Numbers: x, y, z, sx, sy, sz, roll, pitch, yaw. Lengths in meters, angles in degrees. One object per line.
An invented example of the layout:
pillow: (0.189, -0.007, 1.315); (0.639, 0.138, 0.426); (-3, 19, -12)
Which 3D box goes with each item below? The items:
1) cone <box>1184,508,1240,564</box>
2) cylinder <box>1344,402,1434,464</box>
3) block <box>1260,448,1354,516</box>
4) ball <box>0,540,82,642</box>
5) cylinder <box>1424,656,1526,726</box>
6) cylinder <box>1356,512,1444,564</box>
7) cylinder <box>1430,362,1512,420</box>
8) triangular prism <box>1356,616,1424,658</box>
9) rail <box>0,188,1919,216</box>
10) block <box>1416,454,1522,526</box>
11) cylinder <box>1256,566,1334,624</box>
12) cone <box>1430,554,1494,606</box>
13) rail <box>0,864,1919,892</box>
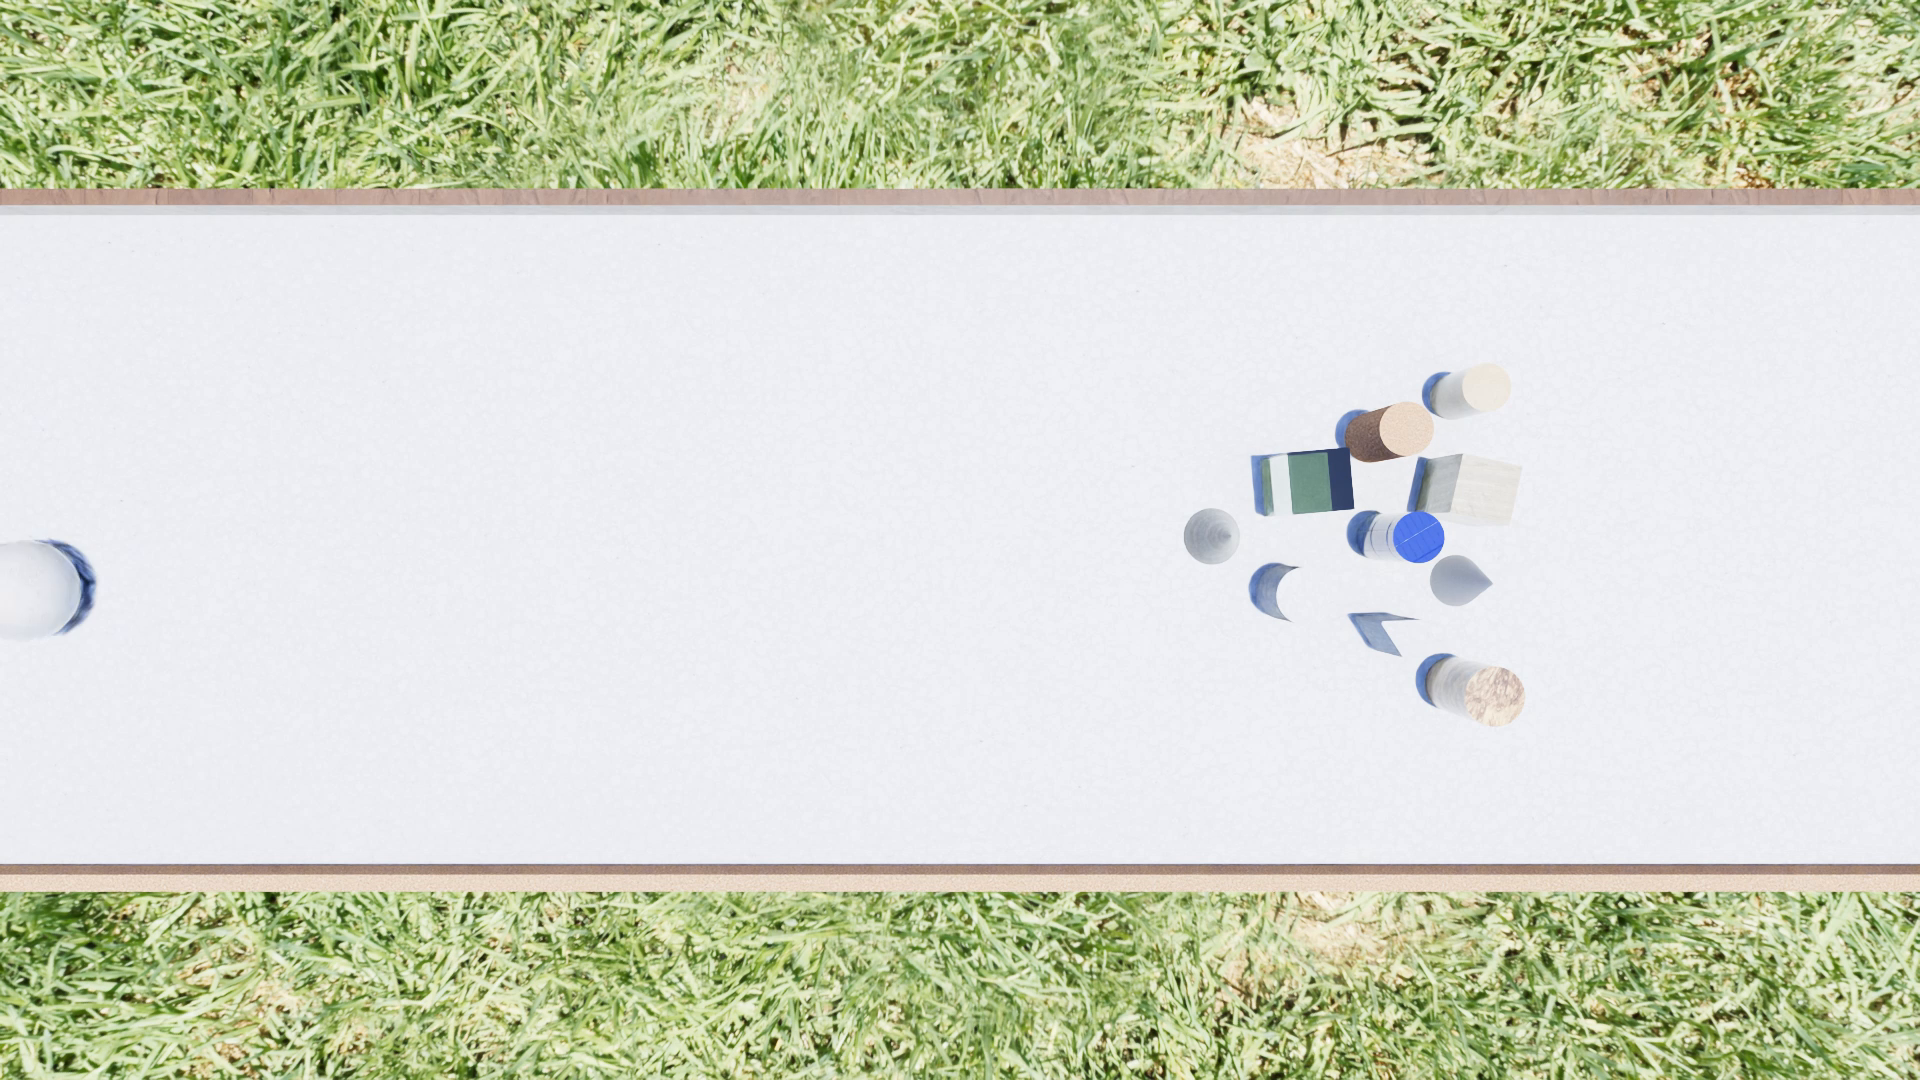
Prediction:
cone: (0.775, -0.011, 4.891); (0.174, 0.370, 0.174); (0, 90, 0)
cylinder: (1.261, -0.314, 4.864); (0.154, 0.424, 0.154); (0, 90, 0)
block: (1.019, -0.167, 4.867); (0.177, 0.419, 0.177); (-5, 90, 0)
ball: (-2.795, 0.151, 4.924); (0.304, 0.304, 0.304); (0, 90, 0)
cylinder: (1.516, 0.444, 4.874); (0.171, 0.404, 0.171); (0, 90, 0)
cylinder: (1.292, -0.007, 4.860); (0.147, 0.432, 0.147); (0, 90, 0)
cylinder: (1.515, -0.439, 4.908); (0.141, 0.336, 0.141); (0, 90, 0)
triangular prism: (1.293, 0.261, 4.915); (0.105, 0.323, 0.121); (-33, 90, 0)
rail: (-2.247, -1.025, 5.002); (12.000, 0.150, 0.050); (0, 90, 0)
block: (1.503, -0.145, 4.892); (0.174, 0.368, 0.174); (13, 90, 0)
cylinder: (0.994, 0.161, 4.912); (0.167, 0.330, 0.167); (0, 90, 0)
cone: (1.526, 0.125, 4.895); (0.160, 0.363, 0.160); (0, 90, 0)
rail: (-2.247, 1.025, 5.001); (12.000, 0.150, 0.050); (0, 90, 0)
